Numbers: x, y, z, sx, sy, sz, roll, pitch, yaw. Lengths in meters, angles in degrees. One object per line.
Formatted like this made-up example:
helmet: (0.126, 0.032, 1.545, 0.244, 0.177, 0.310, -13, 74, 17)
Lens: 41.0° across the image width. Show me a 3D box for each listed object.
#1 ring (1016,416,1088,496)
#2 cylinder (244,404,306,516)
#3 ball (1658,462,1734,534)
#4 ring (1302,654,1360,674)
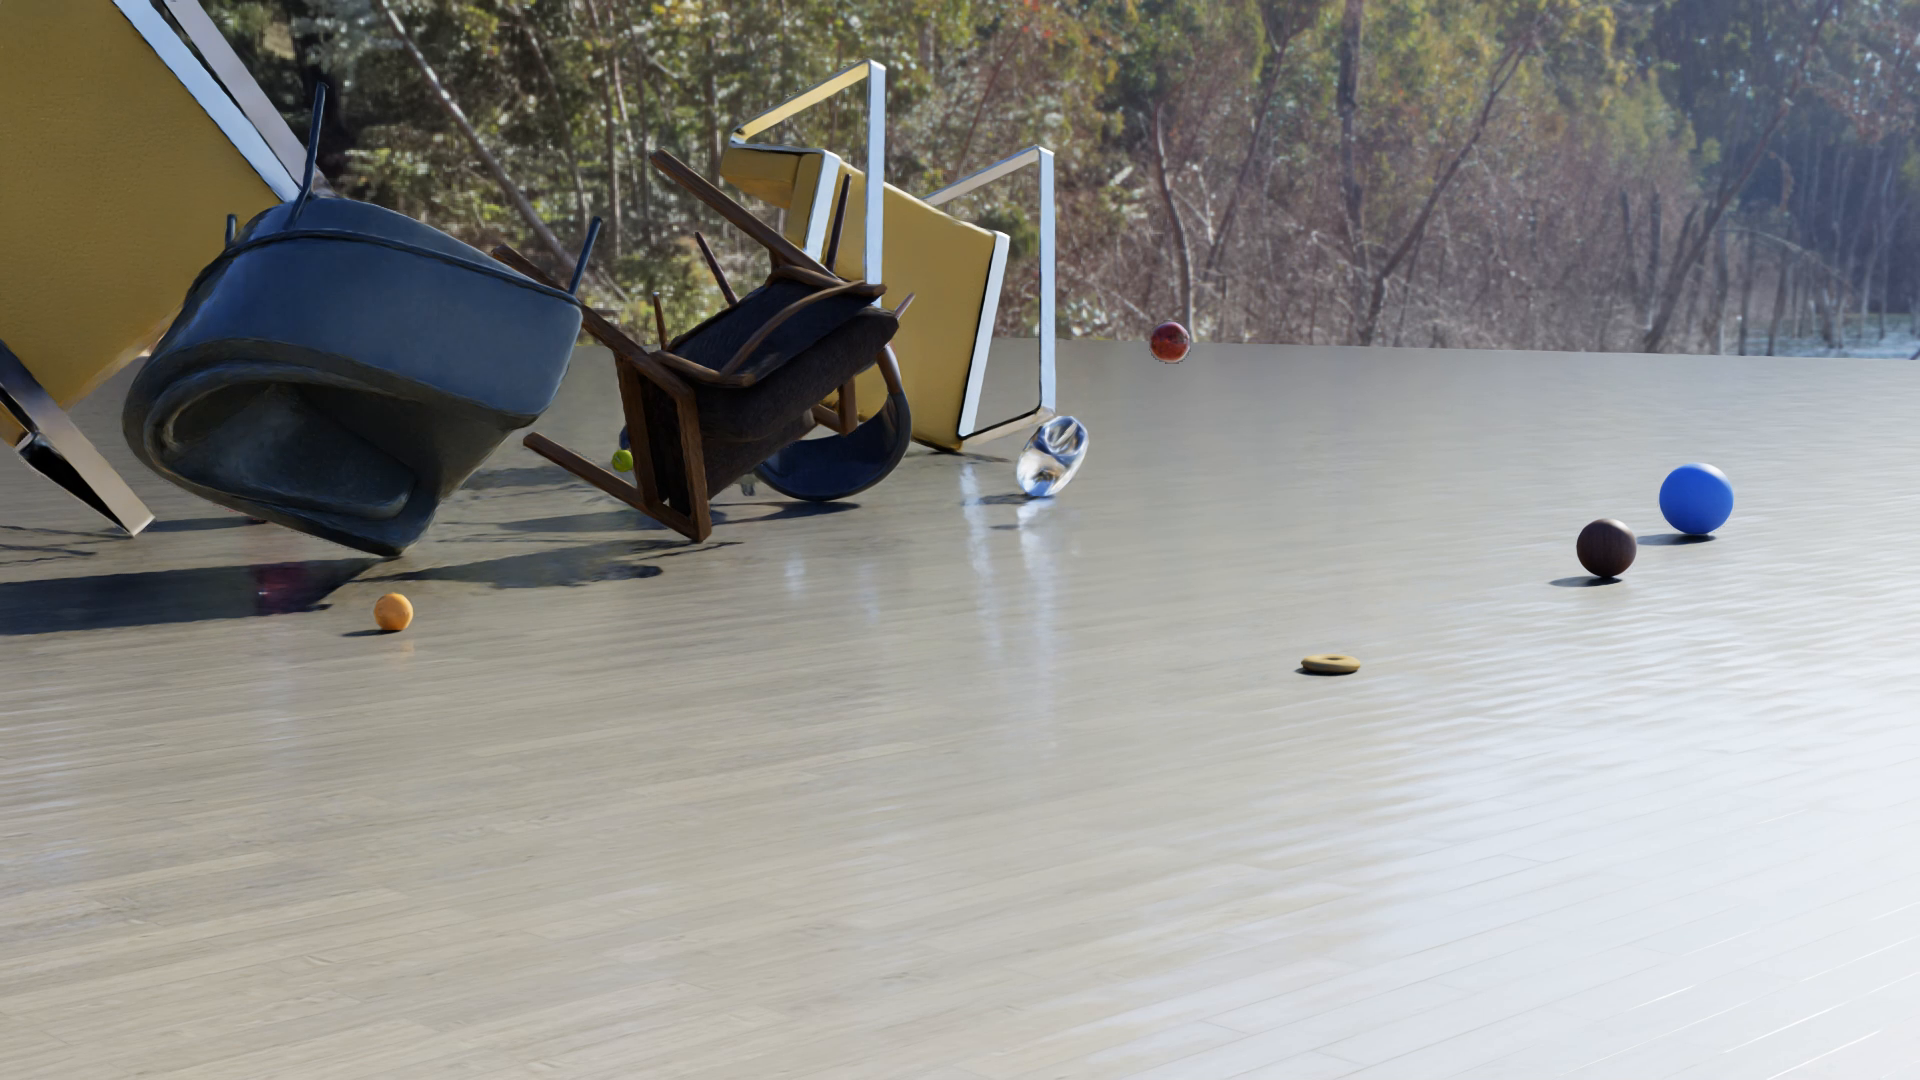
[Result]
ring: (0.280, -0.254, 7.733, 0.173, 0.153, 0.420, 34, 28, 2)
cylinder: (-1.869, -0.216, 7.002, 0.119, 0.298, 0.271, 5, -7, -23)
ball: (1.876, -0.105, 6.536, 0.184, 0.184, 0.184, 0, 6, 0)
ring: (0.622, 0.207, 4.300, 0.098, 0.021, 0.113, 3, 6, 17)
